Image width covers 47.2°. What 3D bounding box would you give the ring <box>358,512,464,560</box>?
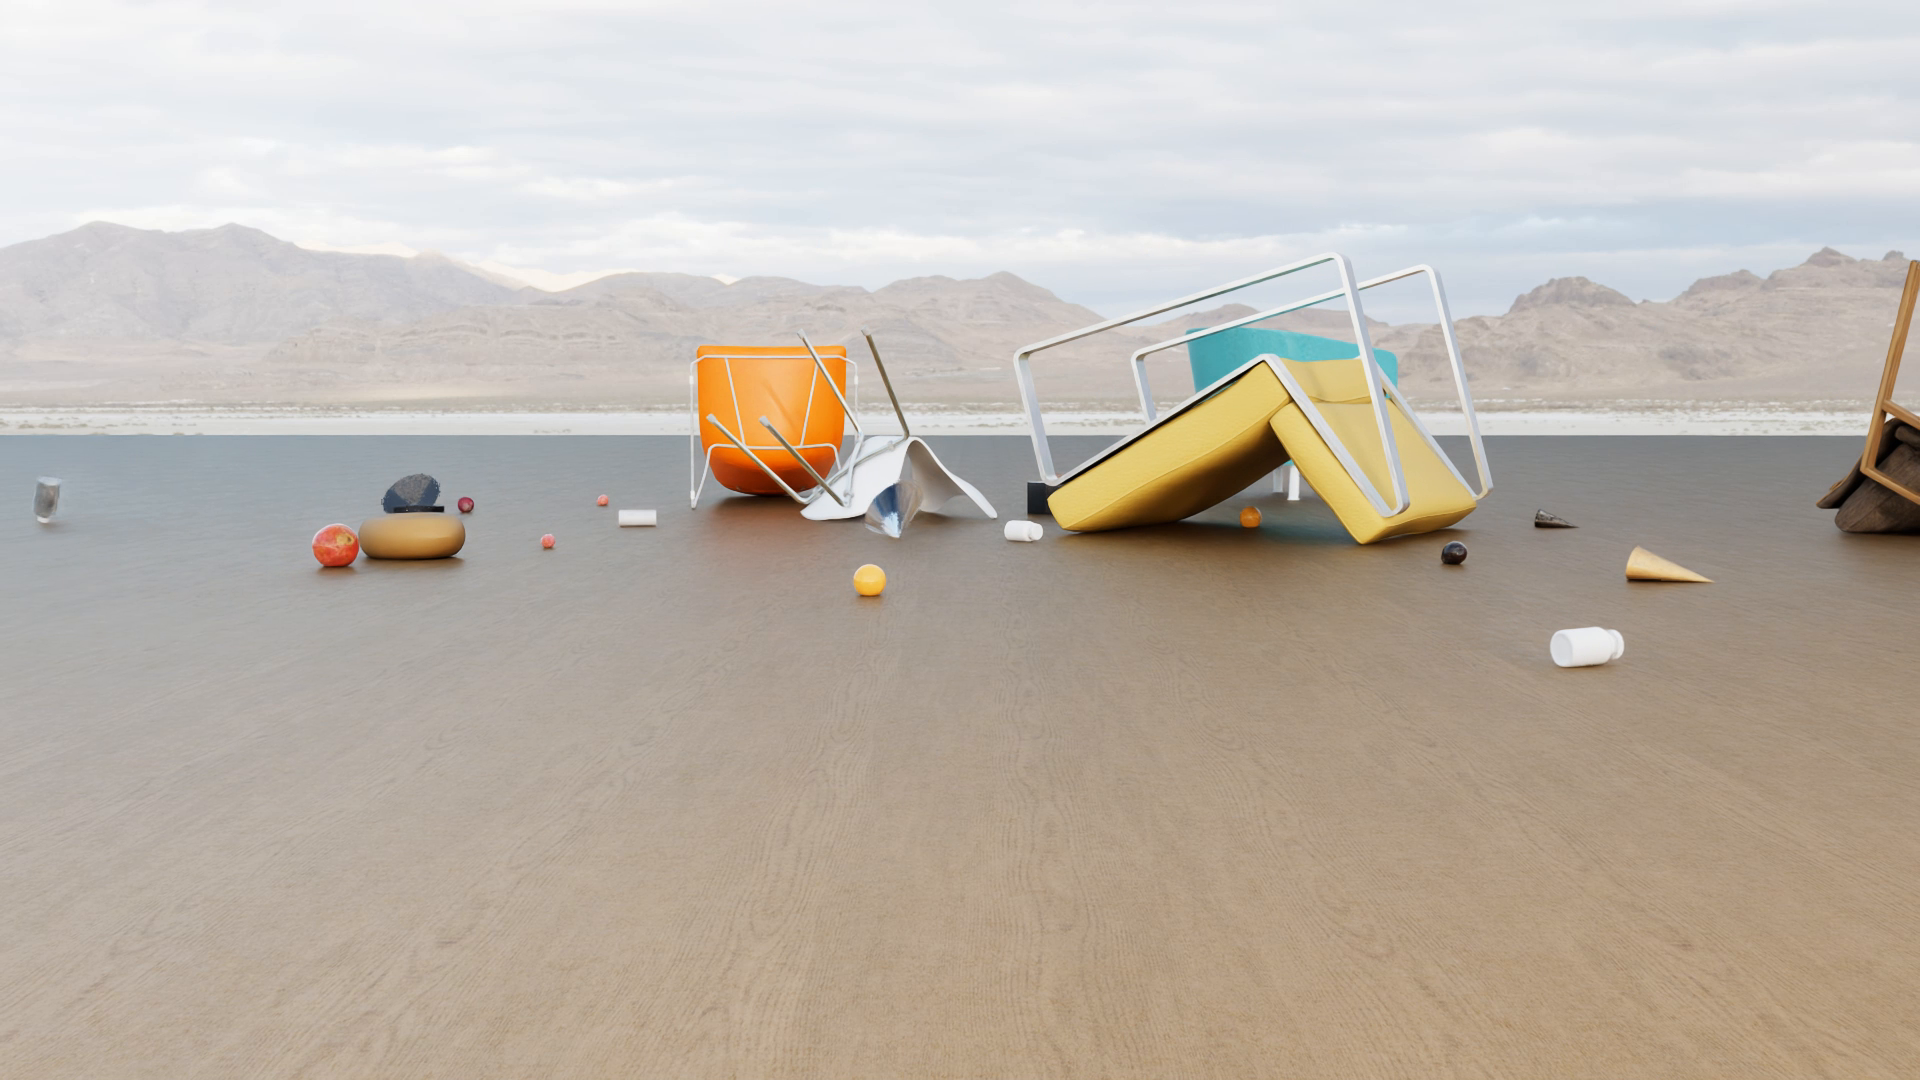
[{"bbox_3d":[-1.466,-0.011,5.884,0.264,0.115,0.320,-5,5,-44],"label":"ring"}]

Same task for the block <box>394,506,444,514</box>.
[{"bbox_3d":[-1.828,-0.087,7.435,0.106,0.052,0.137,2,4,23],"label":"block"}]

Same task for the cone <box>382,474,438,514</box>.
[{"bbox_3d":[-1.903,-0.115,7.666,0.172,0.120,0.211,32,59,19],"label":"cone"}]

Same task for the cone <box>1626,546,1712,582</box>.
[{"bbox_3d":[1.671,0.076,5.144,0.191,0.082,0.188,15,10,23],"label":"cone"}]

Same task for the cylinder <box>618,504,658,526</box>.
[{"bbox_3d":[-1.056,-0.072,7.204,0.119,0.053,0.060,-20,30,-11],"label":"cylinder"}]

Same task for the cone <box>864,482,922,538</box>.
[{"bbox_3d":[-0.196,-0.053,6.719,0.212,0.135,0.214,-41,23,14],"label":"cone"}]

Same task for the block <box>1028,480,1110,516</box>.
[{"bbox_3d":[0.393,-0.151,7.918,0.237,0.114,0.185,3,5,40],"label":"block"}]
